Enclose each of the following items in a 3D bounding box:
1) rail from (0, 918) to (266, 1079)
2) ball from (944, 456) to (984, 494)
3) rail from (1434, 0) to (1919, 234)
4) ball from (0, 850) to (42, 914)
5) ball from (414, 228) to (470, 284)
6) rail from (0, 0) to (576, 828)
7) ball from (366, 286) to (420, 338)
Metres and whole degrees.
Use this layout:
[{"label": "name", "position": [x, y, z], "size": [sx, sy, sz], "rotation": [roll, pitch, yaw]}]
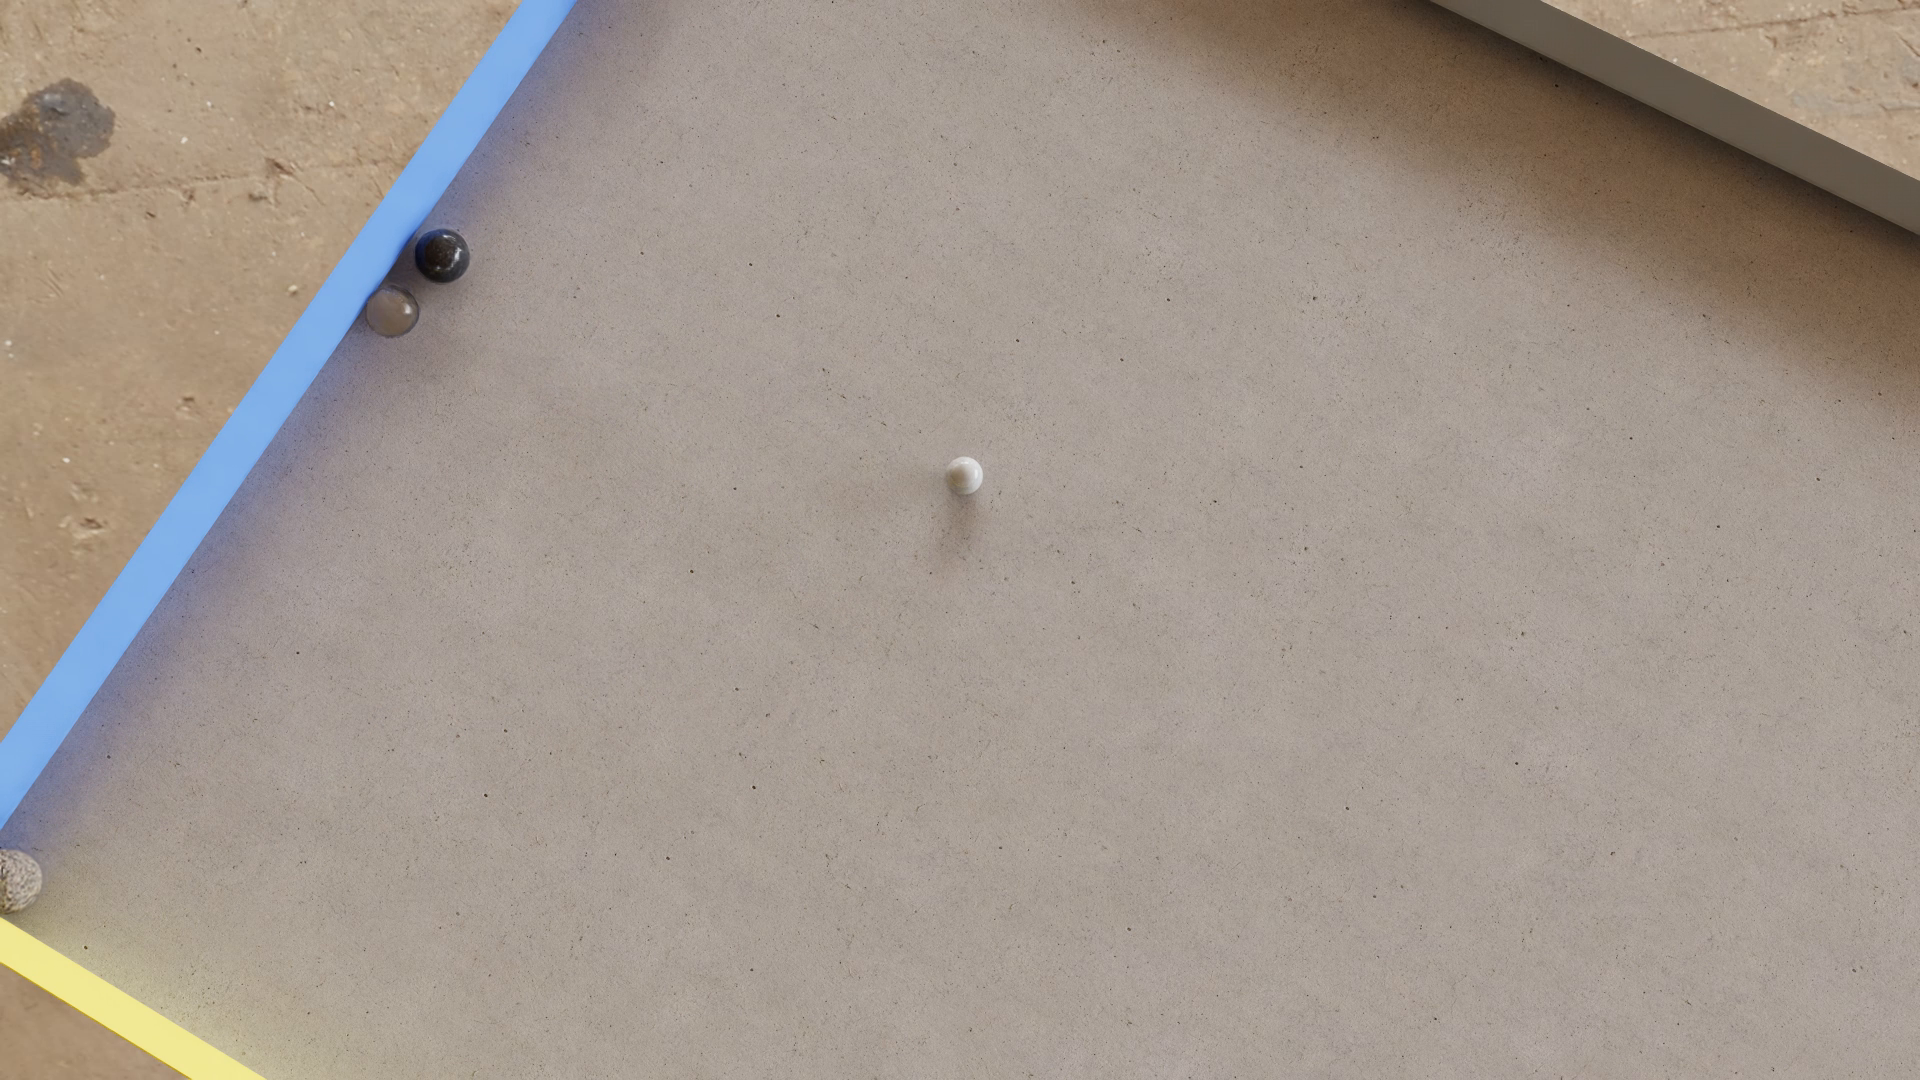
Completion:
[{"label": "rail", "position": [0.323, 1.491, 2.893], "size": [4.203, 0.128, 0.045], "rotation": [28, 75, 8]}, {"label": "ball", "position": [0.006, -0.100, 3.421], "size": [0.059, 0.059, 0.059], "rotation": [0, 73, 0]}, {"label": "rail", "position": [1.508, -0.523, 3.514], "size": [4.203, 0.128, 0.045], "rotation": [28, 75, 8]}, {"label": "ball", "position": [-1.393, 0.500, 3.217], "size": [0.095, 0.095, 0.095], "rotation": [0, 73, 0]}, {"label": "ball", "position": [-0.827, -0.455, 3.515], "size": [0.088, 0.088, 0.088], "rotation": [0, 73, 0]}, {"label": "rail", "position": [-0.895, -0.489, 3.503], "size": [0.045, 0.128, 2.466], "rotation": [28, 75, 8]}, {"label": "ball", "position": [-0.900, -0.363, 3.490], "size": [0.081, 0.081, 0.081], "rotation": [0, 73, 0]}]
